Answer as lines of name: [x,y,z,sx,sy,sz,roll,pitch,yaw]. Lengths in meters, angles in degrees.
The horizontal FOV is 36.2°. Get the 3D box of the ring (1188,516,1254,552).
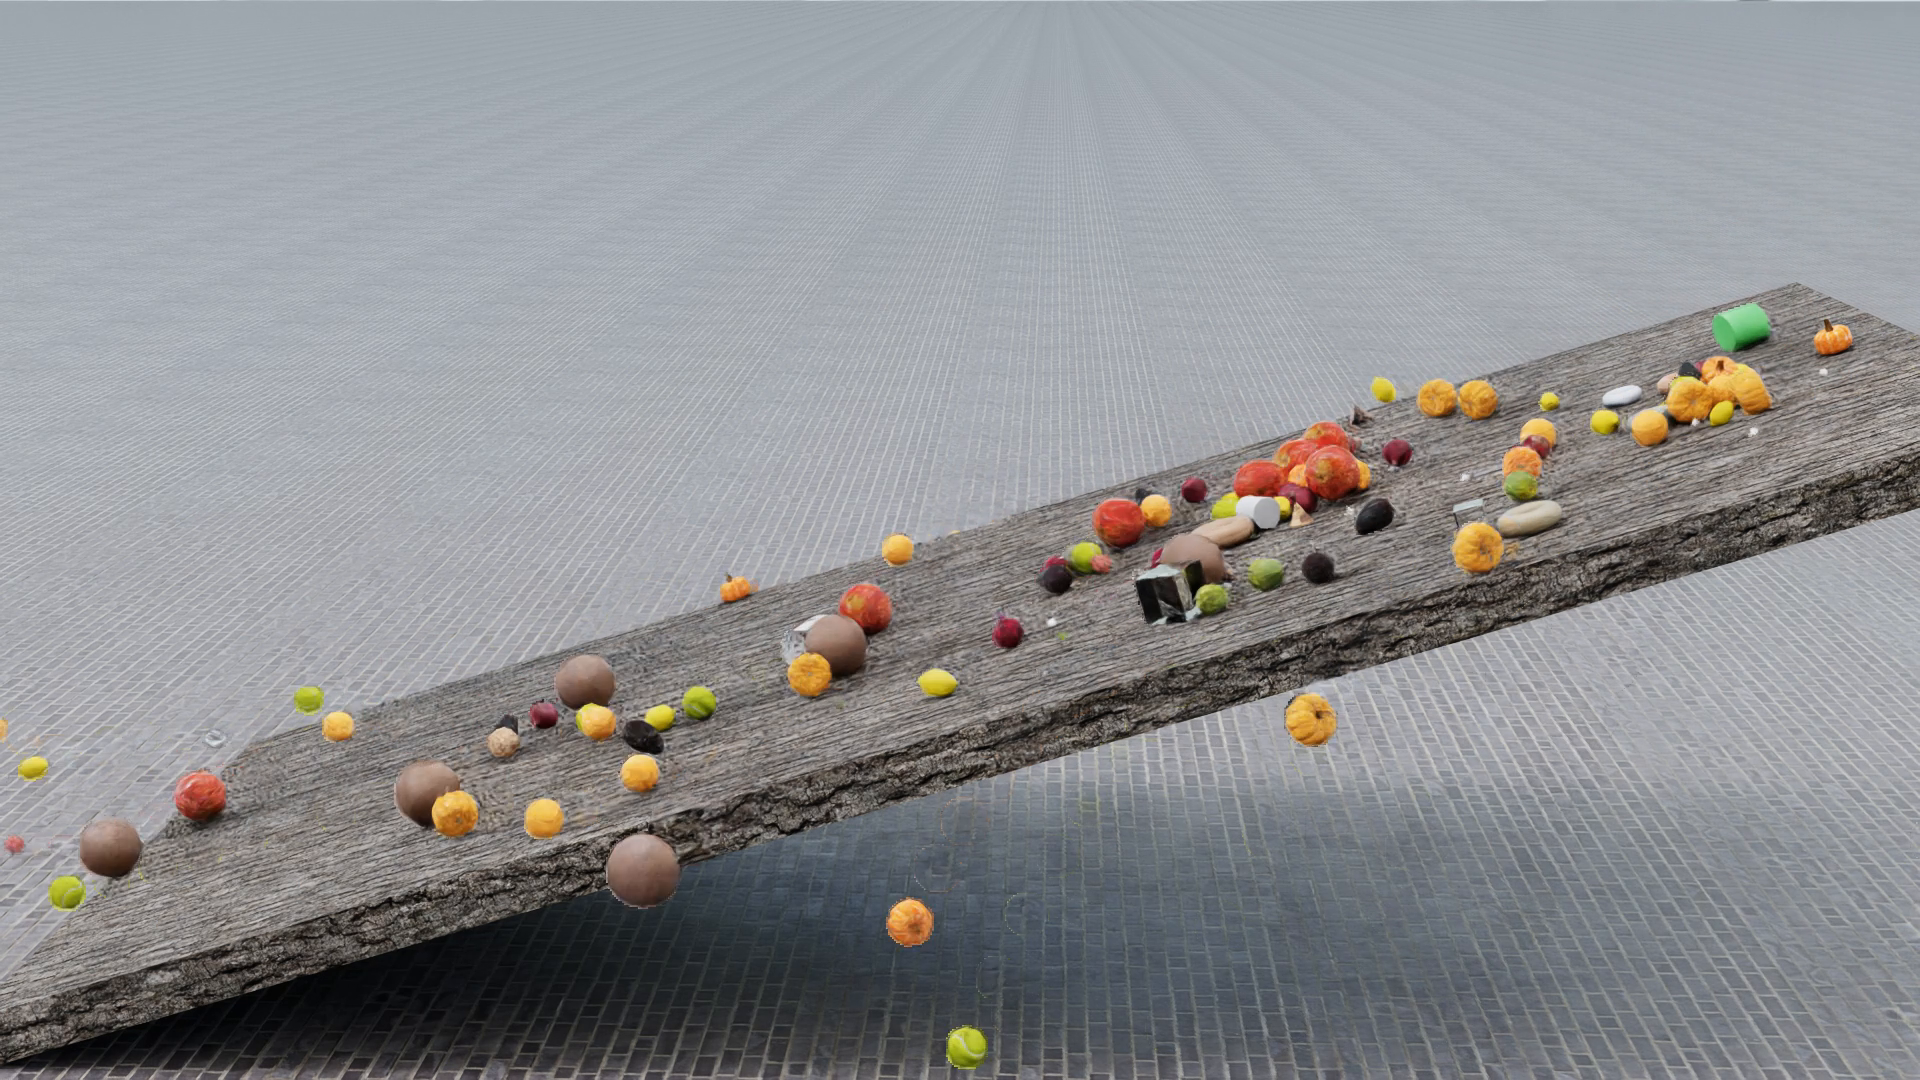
ring: [0.549,-0.011,6.181,0.144,0.048,0.144,-17,9,3]

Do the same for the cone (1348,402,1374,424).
cone: [0.970,-0.297,7.061,0.058,0.058,0.058,22,13,3]

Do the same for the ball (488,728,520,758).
ball: [-0.975,0.434,6.283,0.067,0.067,0.067,0,11,0]

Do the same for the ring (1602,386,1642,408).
ring: [1.430,-0.310,6.350,0.086,0.029,0.086,-18,11,4]

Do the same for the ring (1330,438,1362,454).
ring: [0.889,-0.217,6.776,0.075,0.025,0.075,-17,11,3]

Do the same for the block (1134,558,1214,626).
block: [0.412,0.102,5.671,0.095,0.095,0.095,-9,13,41]

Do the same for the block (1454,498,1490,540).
block: [0.974,-0.040,5.594,0.056,0.056,0.056,-15,10,14]

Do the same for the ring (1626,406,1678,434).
ring: [1.414,-0.245,6.006,0.109,0.036,0.109,-18,10,3]

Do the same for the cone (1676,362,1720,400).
cone: [1.564,-0.328,6.196,0.083,0.083,0.083,8,10,-11]

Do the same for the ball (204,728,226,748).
ball: [-1.968,0.523,7.767,0.053,0.053,0.053,0,11,0]

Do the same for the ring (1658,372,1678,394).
ring: [1.543,-0.338,6.302,0.097,0.032,0.097,-16,11,3]

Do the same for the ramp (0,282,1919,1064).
ramp: [0.096,0.185,6.315,4.000,0.100,2.000,-17,10,5]

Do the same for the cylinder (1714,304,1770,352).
cylinder: [1.737,-0.471,6.533,0.086,0.086,0.086,-19,15,-11]

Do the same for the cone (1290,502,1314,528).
cone: [0.708,-0.058,6.149,0.052,0.052,0.052,-17,10,3]

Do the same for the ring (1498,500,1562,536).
ring: [1.062,-0.039,5.485,0.123,0.041,0.123,-18,9,3]
